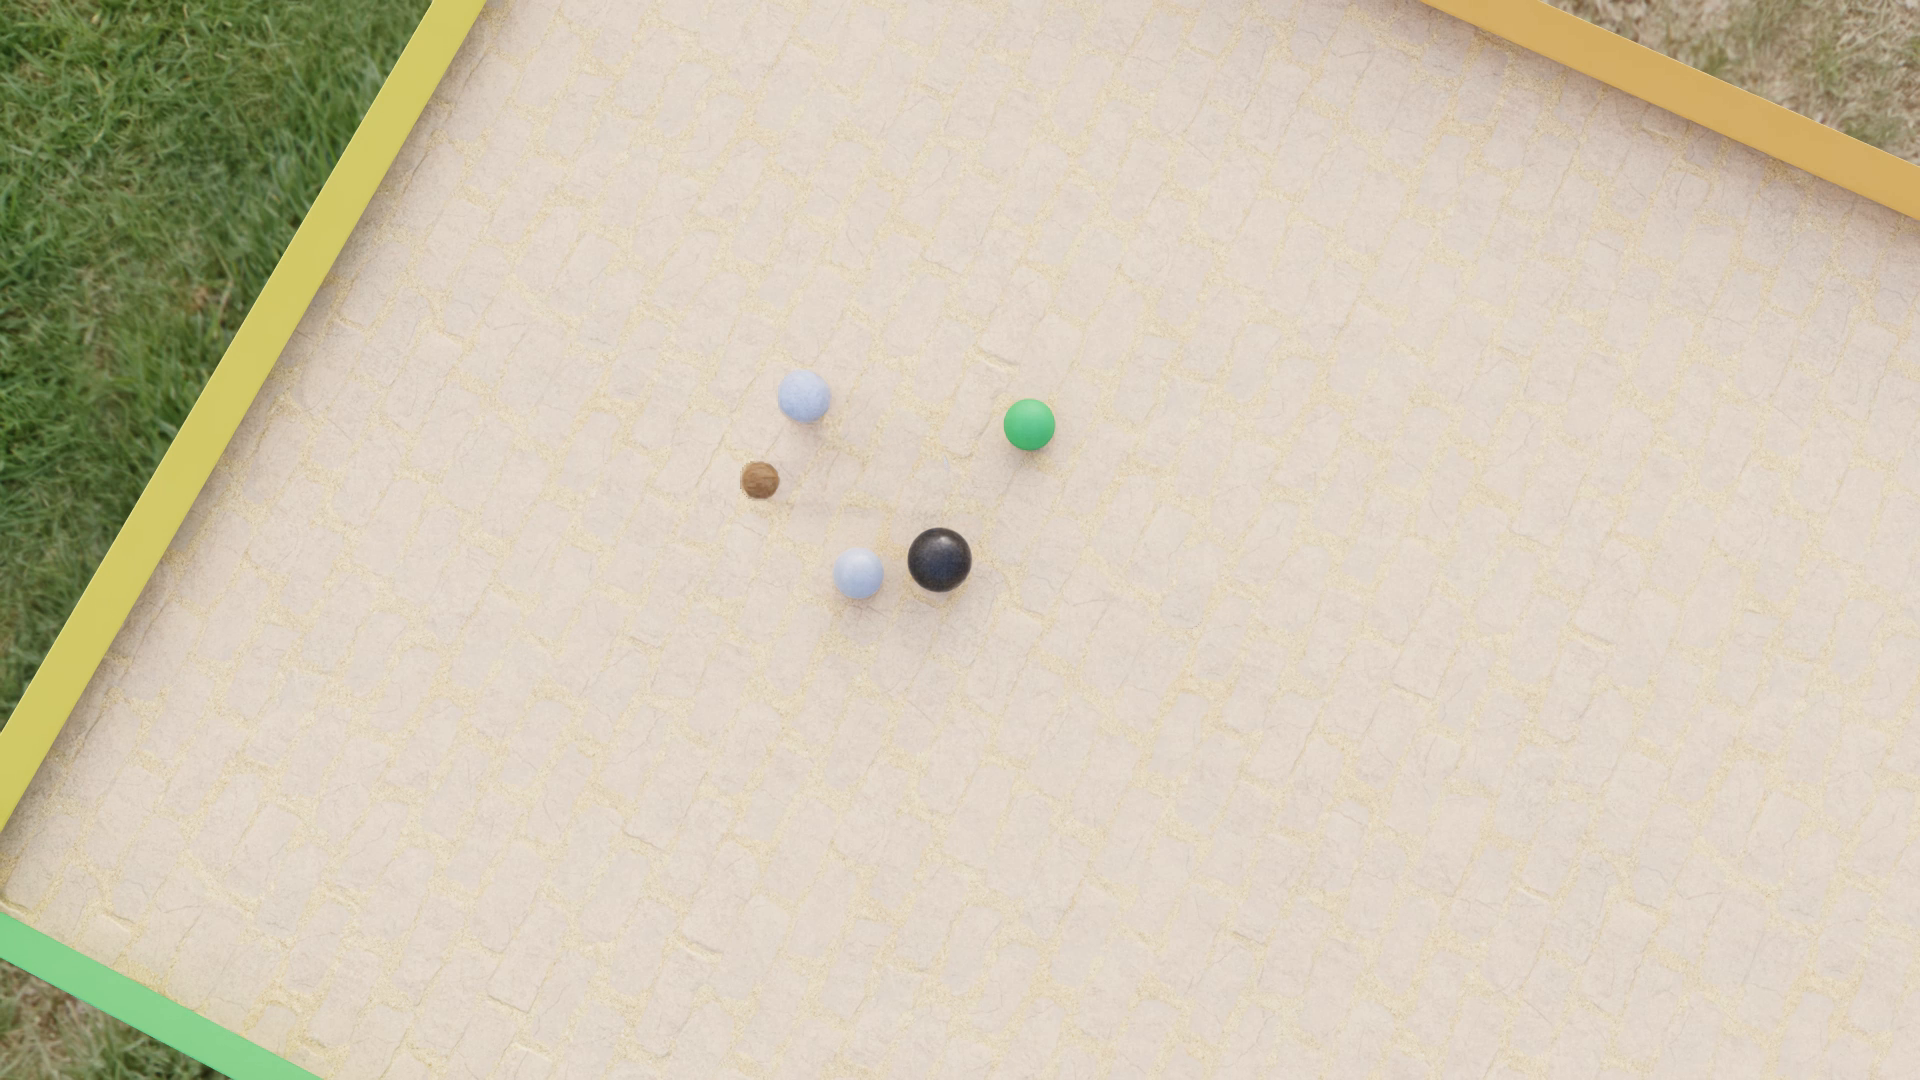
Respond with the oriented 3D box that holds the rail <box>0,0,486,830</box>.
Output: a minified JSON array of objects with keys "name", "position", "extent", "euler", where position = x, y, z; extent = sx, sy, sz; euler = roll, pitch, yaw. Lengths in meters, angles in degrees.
[{"name":"rail","position":[-0.971,-0.468,3.395],"extent":[0.045,0.128,2.301],"euler":[25,78,6]}]

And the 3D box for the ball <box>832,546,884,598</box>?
[{"name":"ball","position":[-0.153,0.049,3.303],"extent":[0.078,0.078,0.078],"euler":[0,77,0]}]

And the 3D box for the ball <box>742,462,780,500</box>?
[{"name":"ball","position":[-0.303,-0.091,3.345],"extent":[0.057,0.057,0.057],"euler":[0,77,0]}]

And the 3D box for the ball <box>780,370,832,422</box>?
[{"name":"ball","position":[-0.237,-0.219,3.364],"extent":[0.080,0.080,0.080],"euler":[0,77,0]}]

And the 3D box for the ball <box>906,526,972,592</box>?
[{"name":"ball","position":[-0.030,0.030,3.297],"extent":[0.099,0.099,0.099],"euler":[0,77,0]}]

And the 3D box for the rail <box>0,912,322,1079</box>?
[{"name":"rail","position":[0.497,1.454,2.953],"extent":[4.417,0.128,0.045],"euler":[25,78,6]}]

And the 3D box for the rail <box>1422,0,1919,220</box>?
[{"name":"rail","position":[1.487,-0.519,3.407],"extent":[4.417,0.128,0.045],"euler":[25,78,6]}]

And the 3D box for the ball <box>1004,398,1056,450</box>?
[{"name":"ball","position":[0.106,-0.176,3.354],"extent":[0.079,0.079,0.079],"euler":[0,77,0]}]
